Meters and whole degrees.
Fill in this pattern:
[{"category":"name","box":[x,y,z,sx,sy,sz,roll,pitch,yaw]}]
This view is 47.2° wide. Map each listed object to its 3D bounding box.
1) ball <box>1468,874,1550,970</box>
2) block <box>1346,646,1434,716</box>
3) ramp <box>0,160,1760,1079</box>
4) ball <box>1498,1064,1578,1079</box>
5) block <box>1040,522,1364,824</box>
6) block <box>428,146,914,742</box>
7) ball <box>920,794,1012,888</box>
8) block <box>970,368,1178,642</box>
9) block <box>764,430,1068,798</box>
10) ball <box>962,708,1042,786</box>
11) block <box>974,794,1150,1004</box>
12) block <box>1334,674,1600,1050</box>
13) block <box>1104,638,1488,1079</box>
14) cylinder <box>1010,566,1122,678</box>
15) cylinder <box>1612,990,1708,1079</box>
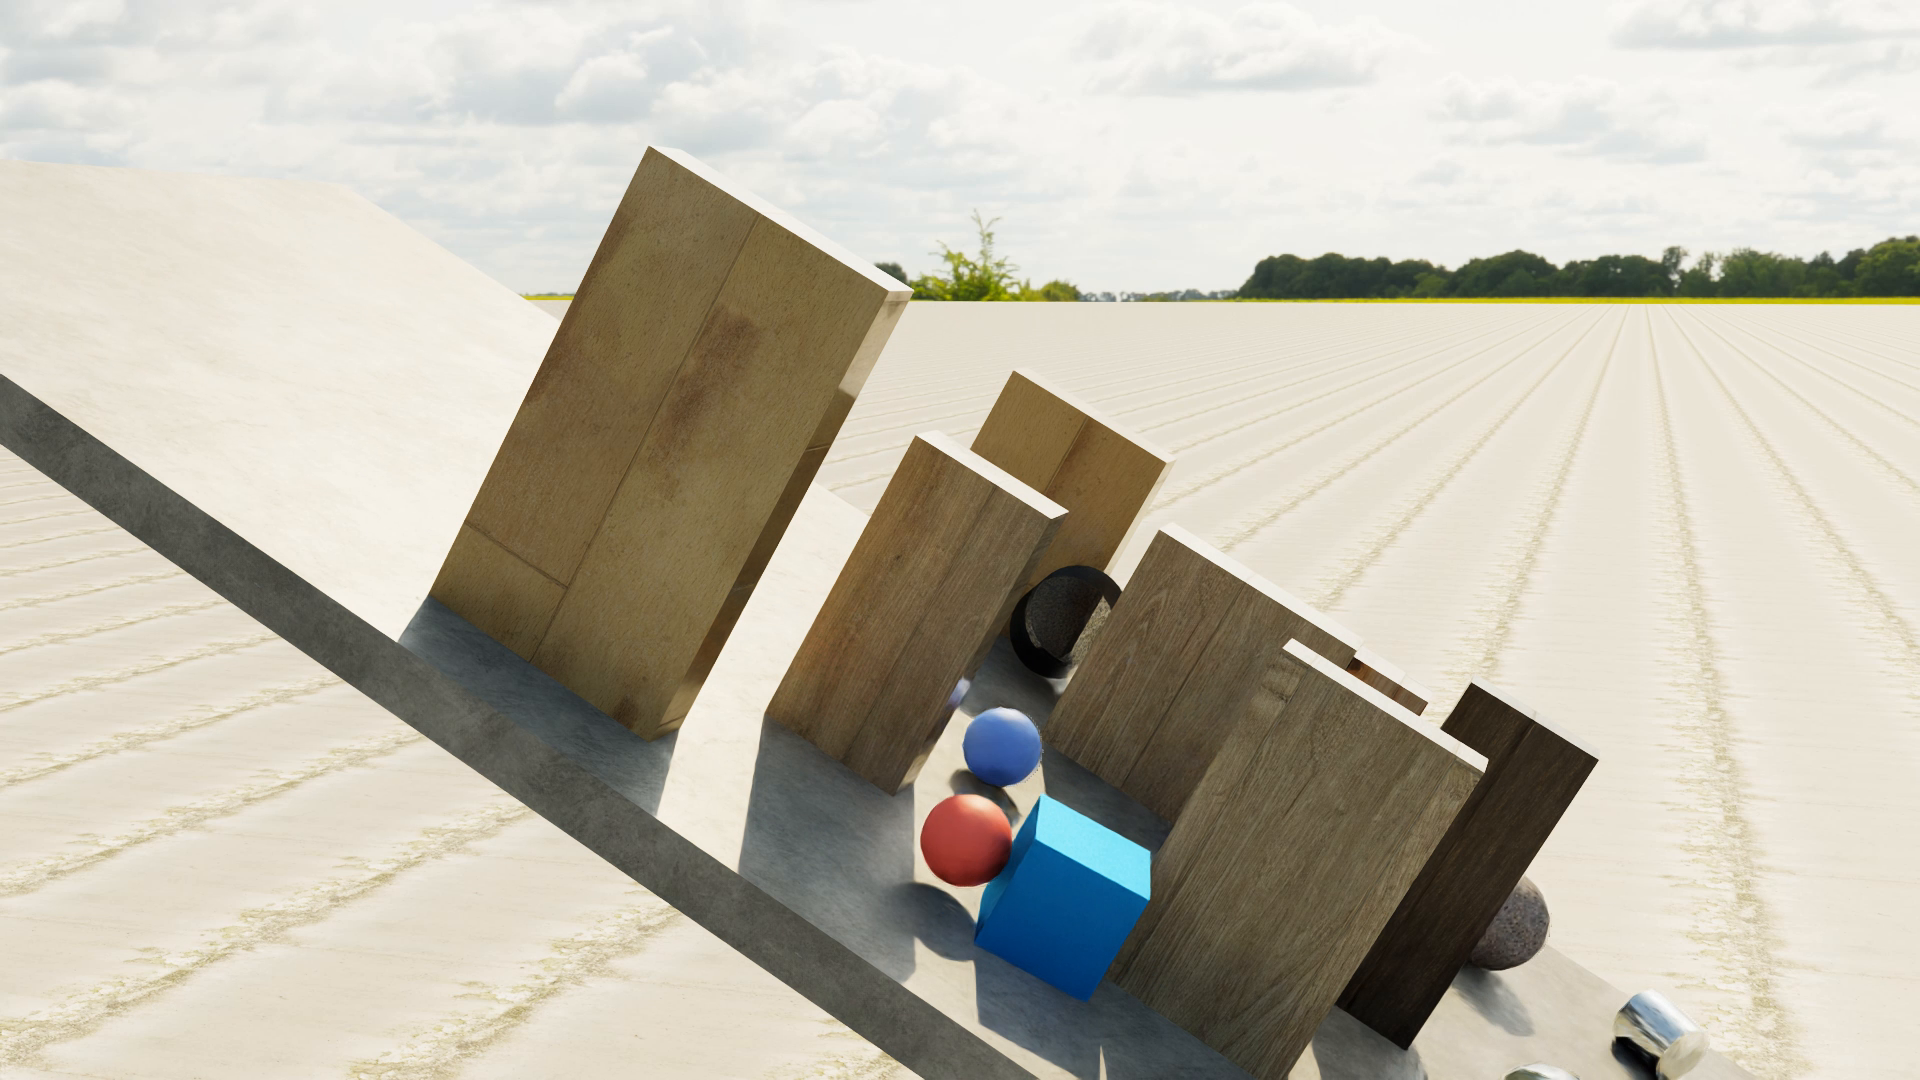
[{"category":"ball","box":[1.074,0.758,4.410,0.207,0.207,0.207,0,7,0]},{"category":"block","box":[0.680,0.384,4.506,0.407,0.418,0.136,32,15,11]},{"category":"ramp","box":[-0.191,0.314,4.131,4.000,0.100,2.000,32,15,11]},{"category":"ball","box":[0.943,0.944,3.568,0.185,0.185,0.185,0,7,0]},{"category":"block","box":[0.467,0.291,4.289,0.439,0.484,0.127,32,15,11]},{"category":"block","box":[-0.454,-0.144,3.384,0.435,0.796,0.116,32,15,11]},{"category":"ball","box":[0.010,0.467,3.420,0.144,0.144,0.144,0,7,0]},{"category":"block","box":[0.172,-0.053,4.829,0.390,0.518,0.114,32,15,11]},{"category":"block","box":[-0.075,0.122,3.694,0.265,0.550,0.116,32,15,11]},{"category":"ball","box":[0.075,0.372,3.954,0.141,0.141,0.141,0,7,0]},{"category":"block","box":[0.160,0.551,3.396,0.195,0.195,0.195,29,14,-2]},{"category":"block","box":[0.830,0.558,3.801,0.243,0.615,0.081,32,15,11]},{"category":"block","box":[0.502,0.502,3.397,0.346,0.601,0.094,32,15,11]},{"category":"cylinder","box":[0.228,0.175,4.628,0.210,0.210,0.210,-1,-11,-11]},{"category":"cylinder","box":[1.396,0.989,4.390,0.129,0.129,0.129,-4,30,-29]}]
